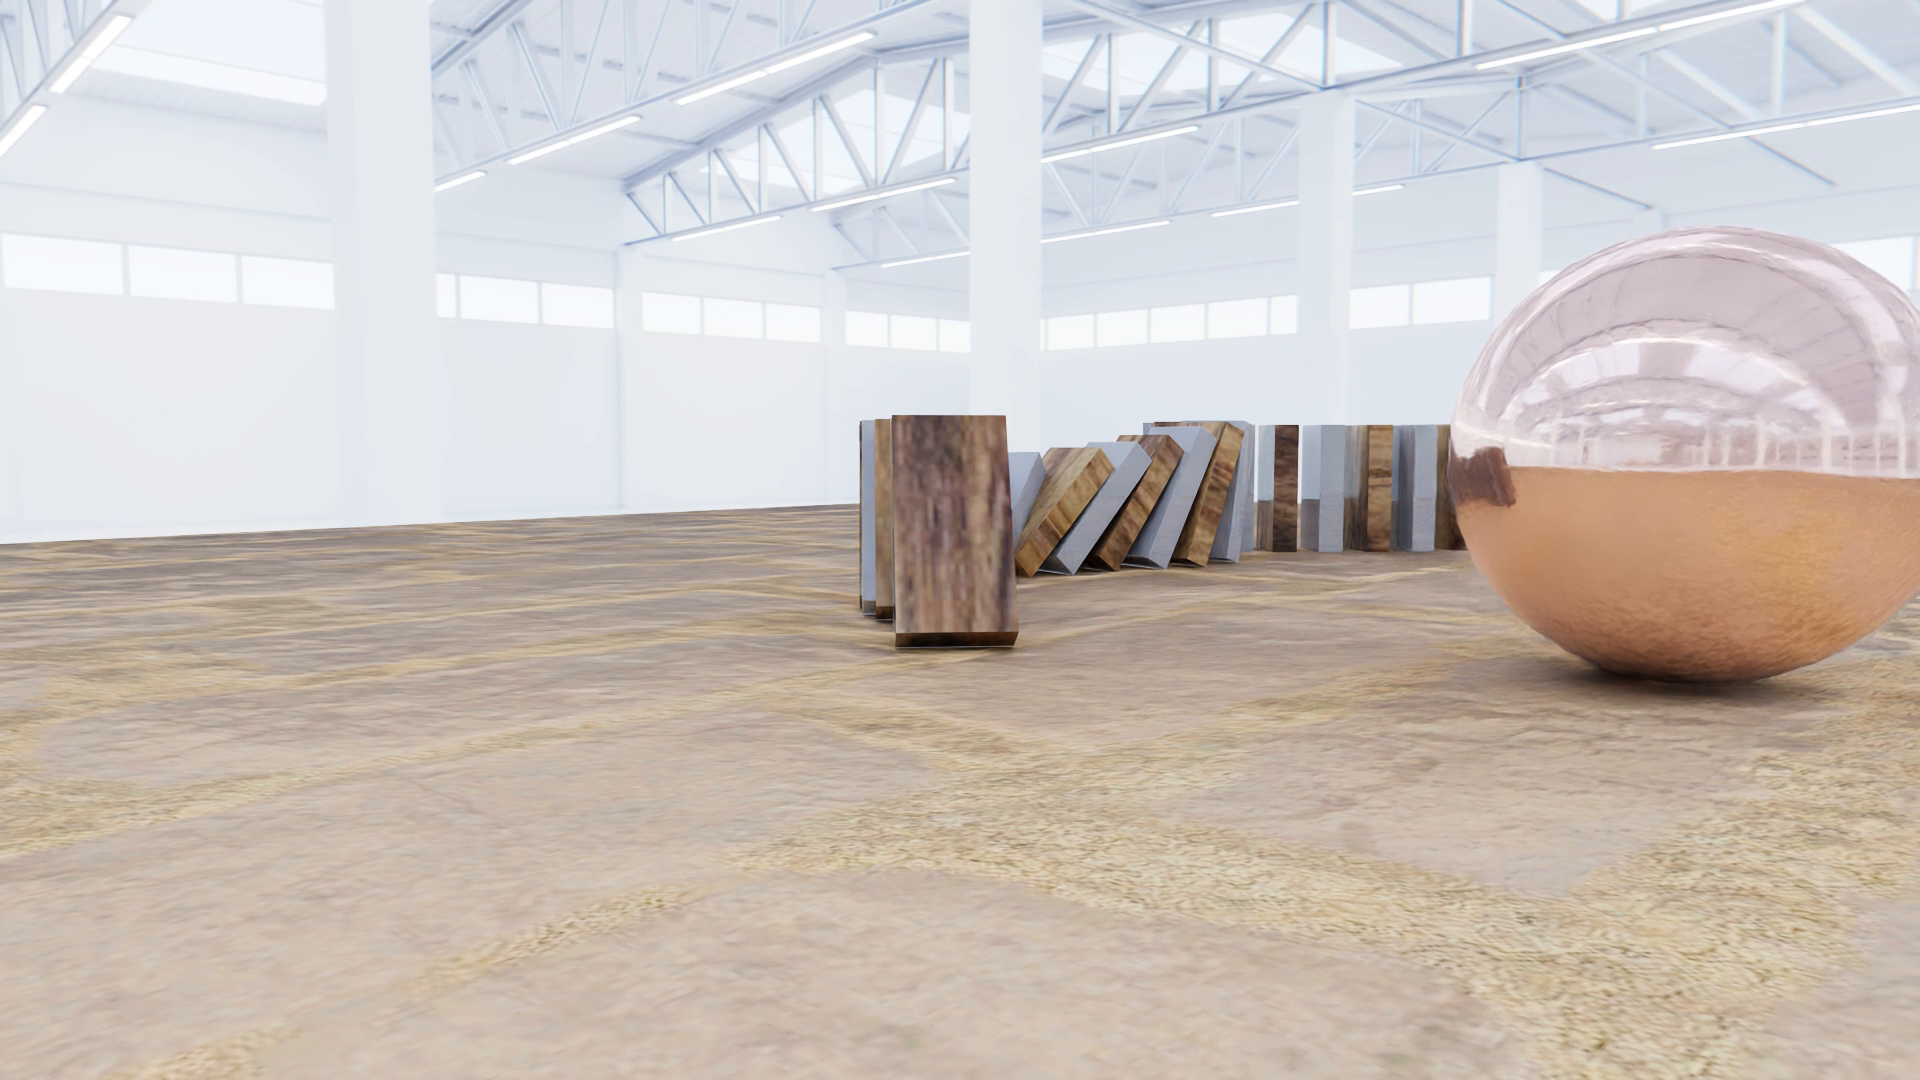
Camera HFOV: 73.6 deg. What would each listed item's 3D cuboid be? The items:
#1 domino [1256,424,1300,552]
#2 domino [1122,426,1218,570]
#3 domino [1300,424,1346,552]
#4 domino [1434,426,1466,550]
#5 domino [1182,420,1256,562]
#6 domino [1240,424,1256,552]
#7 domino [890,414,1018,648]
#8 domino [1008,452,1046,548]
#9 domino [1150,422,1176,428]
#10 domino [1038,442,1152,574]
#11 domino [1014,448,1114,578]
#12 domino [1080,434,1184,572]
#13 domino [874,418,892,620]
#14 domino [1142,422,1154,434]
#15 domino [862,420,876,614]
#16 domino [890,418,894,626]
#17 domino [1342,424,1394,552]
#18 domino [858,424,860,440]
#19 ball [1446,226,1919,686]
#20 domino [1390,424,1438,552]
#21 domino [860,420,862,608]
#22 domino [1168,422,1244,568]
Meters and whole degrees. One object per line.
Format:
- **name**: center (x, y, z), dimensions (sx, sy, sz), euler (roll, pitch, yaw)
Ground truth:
- **domino**: center (0.127, -0.021, 0.515), dimensions (0.010, 0.050, 0.025), euler (0, 4, -1)
- **domino**: center (0.069, -0.015, 0.447), dimensions (0.009, 0.050, 0.025), euler (31, -14, -32)
- **domino**: center (0.145, -0.021, 0.515), dimensions (0.009, 0.050, 0.025), euler (0, 4, -2)
- **domino**: center (0.199, -0.022, 0.523), dimensions (0.010, 0.050, 0.025), euler (-1, 4, -13)
- **domino**: center (0.091, -0.018, 0.468), dimensions (0.025, 0.050, 0.009), euler (4, -7, 38)
- **domino**: center (0.109, -0.021, 0.514), dimensions (0.010, 0.050, 0.025), euler (0, 4, -5)
- **domino**: center (-0.002, -0.002, 0.274), dimensions (0.025, 0.050, 0.009), euler (0, -23, -5)
- **domino**: center (0.008, -0.009, 0.416), dimensions (0.025, 0.009, 0.050), euler (1, 44, 26)
- **domino**: center (0.085, -0.019, 0.484), dimensions (0.025, 0.050, 0.009), euler (0, -5, 0)
- **domino**: center (0.041, -0.011, 0.433), dimensions (0.009, 0.050, 0.025), euler (47, -21, -27)
- **domino**: center (0.027, -0.010, 0.424), dimensions (0.025, 0.010, 0.050), euler (6, 51, 53)
- **domino**: center (0.054, -0.013, 0.441), dimensions (0.010, 0.050, 0.025), euler (41, -19, -29)
- **domino**: center (-0.008, -0.006, 0.317), dimensions (0.025, 0.050, 0.009), euler (0, -23, -4)
- **domino**: center (0.083, -0.020, 0.497), dimensions (0.025, 0.050, 0.009), euler (1, -1, 7)
- **domino**: center (-0.012, -0.006, 0.327), dimensions (0.025, 0.050, 0.009), euler (0, -23, -4)
- **domino**: center (-0.004, -0.005, 0.306), dimensions (0.025, 0.050, 0.009), euler (0, -23, -5)
- **domino**: center (0.164, -0.021, 0.516), dimensions (0.010, 0.050, 0.025), euler (-1, 4, -7)
- **domino**: center (-0.014, -0.008, 0.350), dimensions (0.025, 0.050, 0.009), euler (-3, -26, -4)
- **ball**: center (0.129, -0.015, 0.227), dimensions (0.080, 0.080, 0.080), euler (0, 4, 0)
- **domino**: center (0.181, -0.021, 0.519), dimensions (0.009, 0.050, 0.025), euler (-1, 4, -11)
- **domino**: center (-0.014, -0.007, 0.338), dimensions (0.025, 0.050, 0.009), euler (0, -24, -4)
- **domino**: center (0.082, -0.017, 0.454), dimensions (0.009, 0.050, 0.025), euler (23, -9, -33)
